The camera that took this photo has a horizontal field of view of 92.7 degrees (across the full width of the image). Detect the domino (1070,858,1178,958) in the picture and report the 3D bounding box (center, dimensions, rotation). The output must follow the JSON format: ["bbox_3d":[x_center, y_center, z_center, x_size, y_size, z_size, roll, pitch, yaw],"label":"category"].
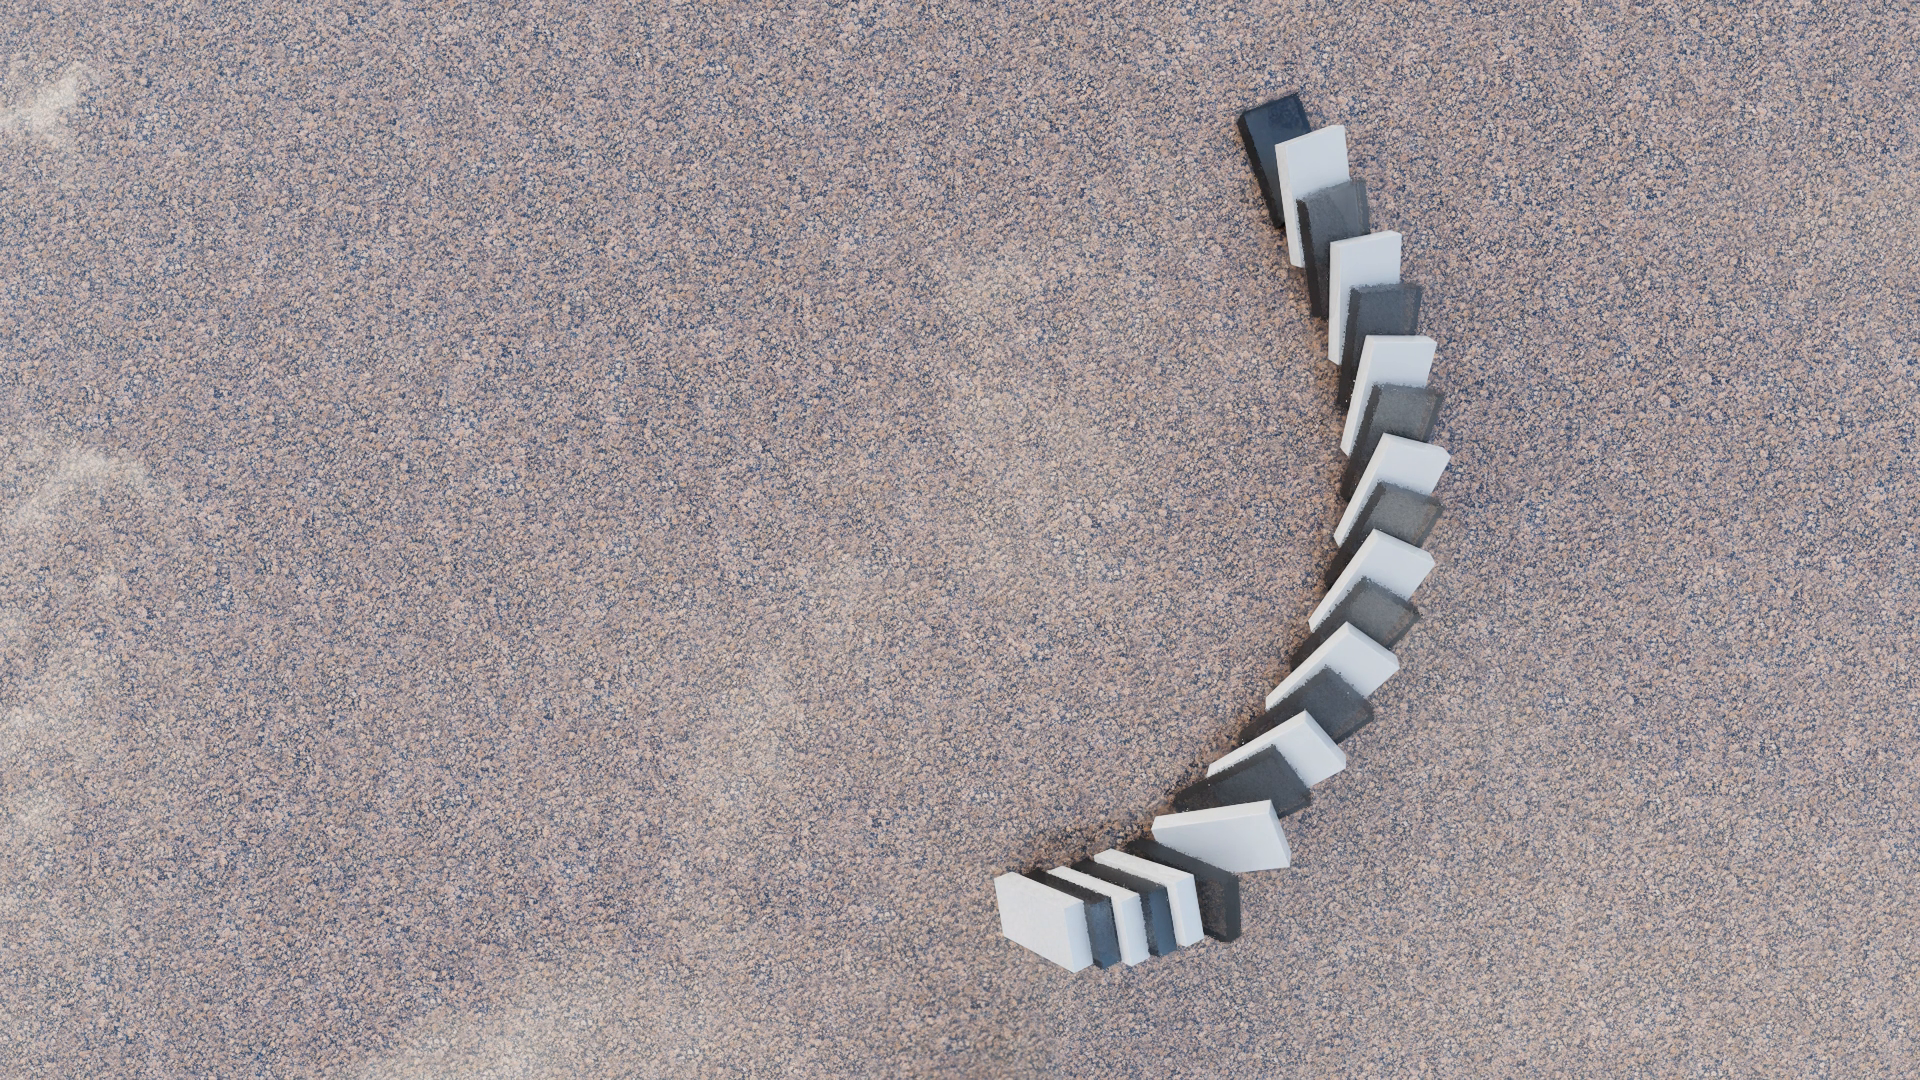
[{"bbox_3d":[0.066,0.150,0.376,0.010,0.050,0.025,-10,90,-31],"label":"domino"}]

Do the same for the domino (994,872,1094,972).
[{"bbox_3d":[0.033,0.156,0.376,0.010,0.050,0.025,-10,90,-31],"label":"domino"}]

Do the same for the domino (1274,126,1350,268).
[{"bbox_3d":[0.149,-0.143,0.384,0.025,0.009,0.050,-19,116,0],"label":"domino"}]

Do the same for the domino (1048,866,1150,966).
[{"bbox_3d":[0.055,0.153,0.376,0.009,0.050,0.025,-10,90,-31],"label":"domino"}]

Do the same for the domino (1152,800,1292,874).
[{"bbox_3d":[0.109,0.126,0.382,0.050,0.010,0.025,-18,99,28],"label":"domino"}]

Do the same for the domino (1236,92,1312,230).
[{"bbox_3d":[0.141,-0.163,0.395,0.025,0.009,0.050,-20,90,0],"label":"domino"}]

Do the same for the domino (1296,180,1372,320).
[{"bbox_3d":[0.159,-0.121,0.385,0.025,0.009,0.050,-20,116,0],"label":"domino"}]

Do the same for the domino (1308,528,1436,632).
[{"bbox_3d":[0.171,0.022,0.384,0.025,0.010,0.050,24,119,0],"label":"domino"}]

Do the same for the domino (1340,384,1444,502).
[{"bbox_3d":[0.180,-0.039,0.384,0.025,0.010,0.050,6,119,0],"label":"domino"}]

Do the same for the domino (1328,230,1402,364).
[{"bbox_3d":[0.169,-0.101,0.384,0.025,0.010,0.050,-11,118,0],"label":"domino"}]

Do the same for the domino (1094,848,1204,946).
[{"bbox_3d":[0.076,0.146,0.376,0.009,0.050,0.025,-10,90,-31],"label":"domino"}]

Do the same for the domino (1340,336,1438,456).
[{"bbox_3d":[0.179,-0.060,0.384,0.025,0.010,0.050,1,119,0],"label":"domino"}]

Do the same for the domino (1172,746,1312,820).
[{"bbox_3d":[0.117,0.109,0.384,0.050,0.010,0.025,-38,90,30],"label":"domino"}]

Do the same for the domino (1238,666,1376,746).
[{"bbox_3d":[0.144,0.078,0.384,0.025,0.010,0.050,42,120,0],"label":"domino"}]

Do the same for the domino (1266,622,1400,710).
[{"bbox_3d":[0.155,0.060,0.384,0.025,0.010,0.050,35,119,0],"label":"domino"}]

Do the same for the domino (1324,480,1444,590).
[{"bbox_3d":[0.176,0.002,0.384,0.025,0.010,0.050,18,120,0],"label":"domino"}]

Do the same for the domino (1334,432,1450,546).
[{"bbox_3d":[0.180,-0.018,0.384,0.025,0.010,0.050,14,119,0],"label":"domino"}]

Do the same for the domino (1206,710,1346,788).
[{"bbox_3d":[0.132,0.095,0.384,0.025,0.009,0.050,49,120,0],"label":"domino"}]

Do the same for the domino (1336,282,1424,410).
[{"bbox_3d":[0.175,-0.080,0.384,0.025,0.009,0.050,-5,119,0],"label":"domino"}]

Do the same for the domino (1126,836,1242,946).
[{"bbox_3d":[0.091,0.143,0.376,0.010,0.050,0.025,-11,100,-37],"label":"domino"}]

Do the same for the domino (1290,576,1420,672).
[{"bbox_3d":[0.164,0.042,0.384,0.025,0.009,0.050,30,119,0],"label":"domino"}]

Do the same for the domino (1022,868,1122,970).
[{"bbox_3d":[0.044,0.154,0.376,0.009,0.050,0.025,-10,90,-31],"label":"domino"}]
